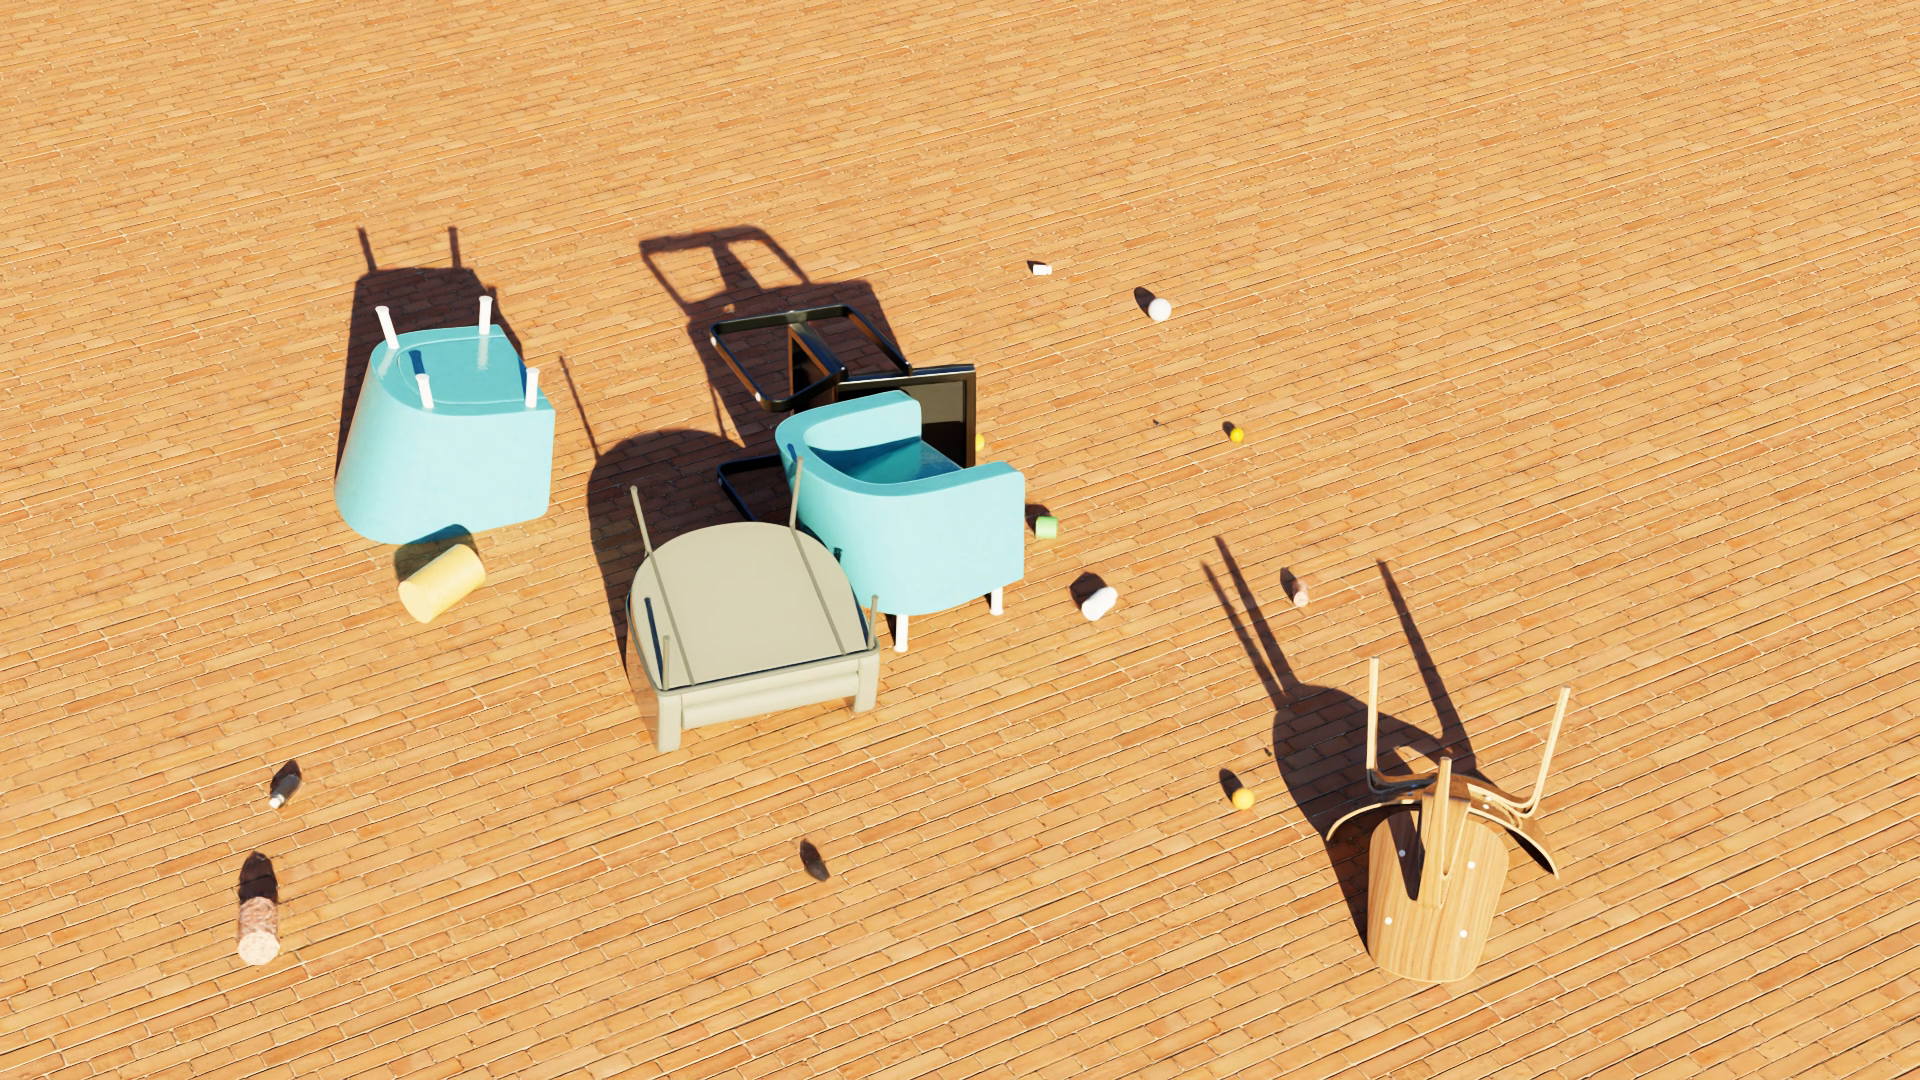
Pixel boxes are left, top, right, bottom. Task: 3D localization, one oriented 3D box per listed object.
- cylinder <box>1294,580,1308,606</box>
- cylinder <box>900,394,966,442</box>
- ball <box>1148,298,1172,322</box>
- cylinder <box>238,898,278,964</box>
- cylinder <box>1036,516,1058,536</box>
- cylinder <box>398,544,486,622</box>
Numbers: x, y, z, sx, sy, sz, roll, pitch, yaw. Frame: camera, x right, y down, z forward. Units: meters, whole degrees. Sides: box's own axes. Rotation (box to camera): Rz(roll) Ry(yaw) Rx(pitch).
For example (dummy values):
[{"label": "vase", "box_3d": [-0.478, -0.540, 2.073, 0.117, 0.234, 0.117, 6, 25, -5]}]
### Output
[{"label": "cylinder", "box_3d": [1.232, 0.194, 10.589, 0.051, 0.068, 0.077, -4, 38, 9]}, {"label": "cylinder", "box_3d": [-0.107, -0.481, 11.572, 0.256, 0.113, 0.116, 25, 11, 33]}, {"label": "ball", "box_3d": [0.839, -0.968, 12.324, 0.099, 0.099, 0.099, 0, 33, 0]}, {"label": "cylinder", "box_3d": [-2.154, 1.200, 9.003, 0.120, 0.131, 0.164, 5, 31, -17]}, {"label": "cylinder", "box_3d": [0.325, -0.050, 10.957, 0.073, 0.070, 0.096, 1, 29, 8]}, {"label": "cylinder", "box_3d": [-1.865, 0.155, 10.565, 0.133, 0.173, 0.290, -23, 12, 44]}]
